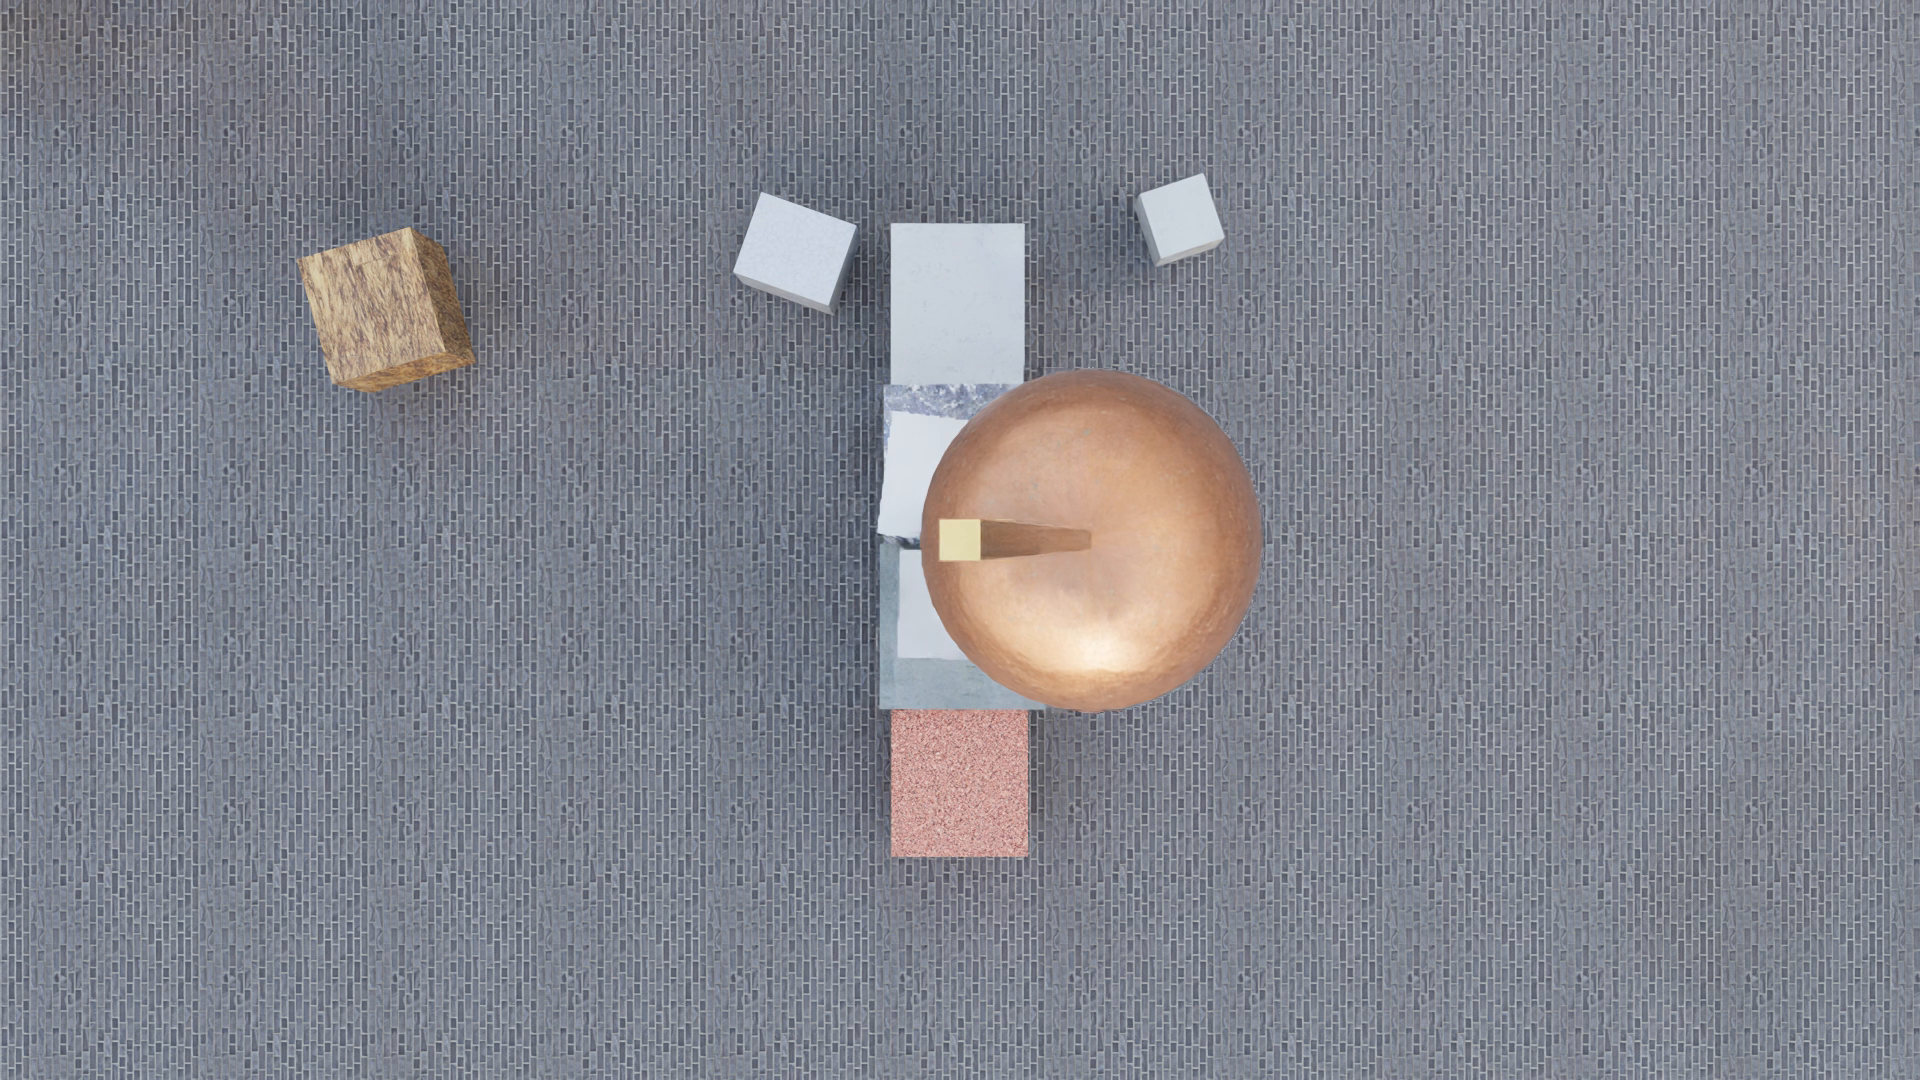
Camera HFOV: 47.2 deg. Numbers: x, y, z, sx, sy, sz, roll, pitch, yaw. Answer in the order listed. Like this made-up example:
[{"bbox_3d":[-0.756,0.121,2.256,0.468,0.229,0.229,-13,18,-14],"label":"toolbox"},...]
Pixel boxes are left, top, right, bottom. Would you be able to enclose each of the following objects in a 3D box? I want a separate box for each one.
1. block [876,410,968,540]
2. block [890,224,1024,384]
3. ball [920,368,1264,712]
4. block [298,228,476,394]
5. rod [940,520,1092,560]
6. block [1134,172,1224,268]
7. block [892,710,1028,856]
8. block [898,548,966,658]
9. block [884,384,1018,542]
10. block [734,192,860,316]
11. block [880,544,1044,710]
[{"bbox_3d":[-0.077,-0.316,11.842,0.644,0.578,0.652,7,90,0],"label":"block"},{"bbox_3d":[-0.013,-1.319,12.646,0.746,0.709,0.899,0,90,0],"label":"block"},{"bbox_3d":[0.610,0.000,10.264,1.600,1.600,1.600,0,90,0],"label":"ball"},{"bbox_3d":[-3.273,-1.304,12.612,0.654,0.777,0.720,-16,90,0],"label":"block"},{"bbox_3d":[0.264,0.000,6.882,0.080,5.200,0.080,0,90,6],"label":"rod"},{"bbox_3d":[1.270,-1.854,12.785,0.383,0.431,0.388,-18,90,0],"label":"block"},{"bbox_3d":[-0.002,1.358,12.635,0.762,0.730,0.819,0,90,0],"label":"block"},{"bbox_3d":[0.005,0.334,11.831,0.651,0.719,0.573,0,90,0],"label":"block"},{"bbox_3d":[0.002,-0.421,12.566,0.844,0.869,0.874,0,90,0],"label":"block"},{"bbox_3d":[-0.934,-1.646,12.714,0.570,0.573,0.480,19,90,0],"label":"block"},{"bbox_3d":[0.012,0.482,12.595,0.917,0.809,0.913,0,90,0],"label":"block"}]
